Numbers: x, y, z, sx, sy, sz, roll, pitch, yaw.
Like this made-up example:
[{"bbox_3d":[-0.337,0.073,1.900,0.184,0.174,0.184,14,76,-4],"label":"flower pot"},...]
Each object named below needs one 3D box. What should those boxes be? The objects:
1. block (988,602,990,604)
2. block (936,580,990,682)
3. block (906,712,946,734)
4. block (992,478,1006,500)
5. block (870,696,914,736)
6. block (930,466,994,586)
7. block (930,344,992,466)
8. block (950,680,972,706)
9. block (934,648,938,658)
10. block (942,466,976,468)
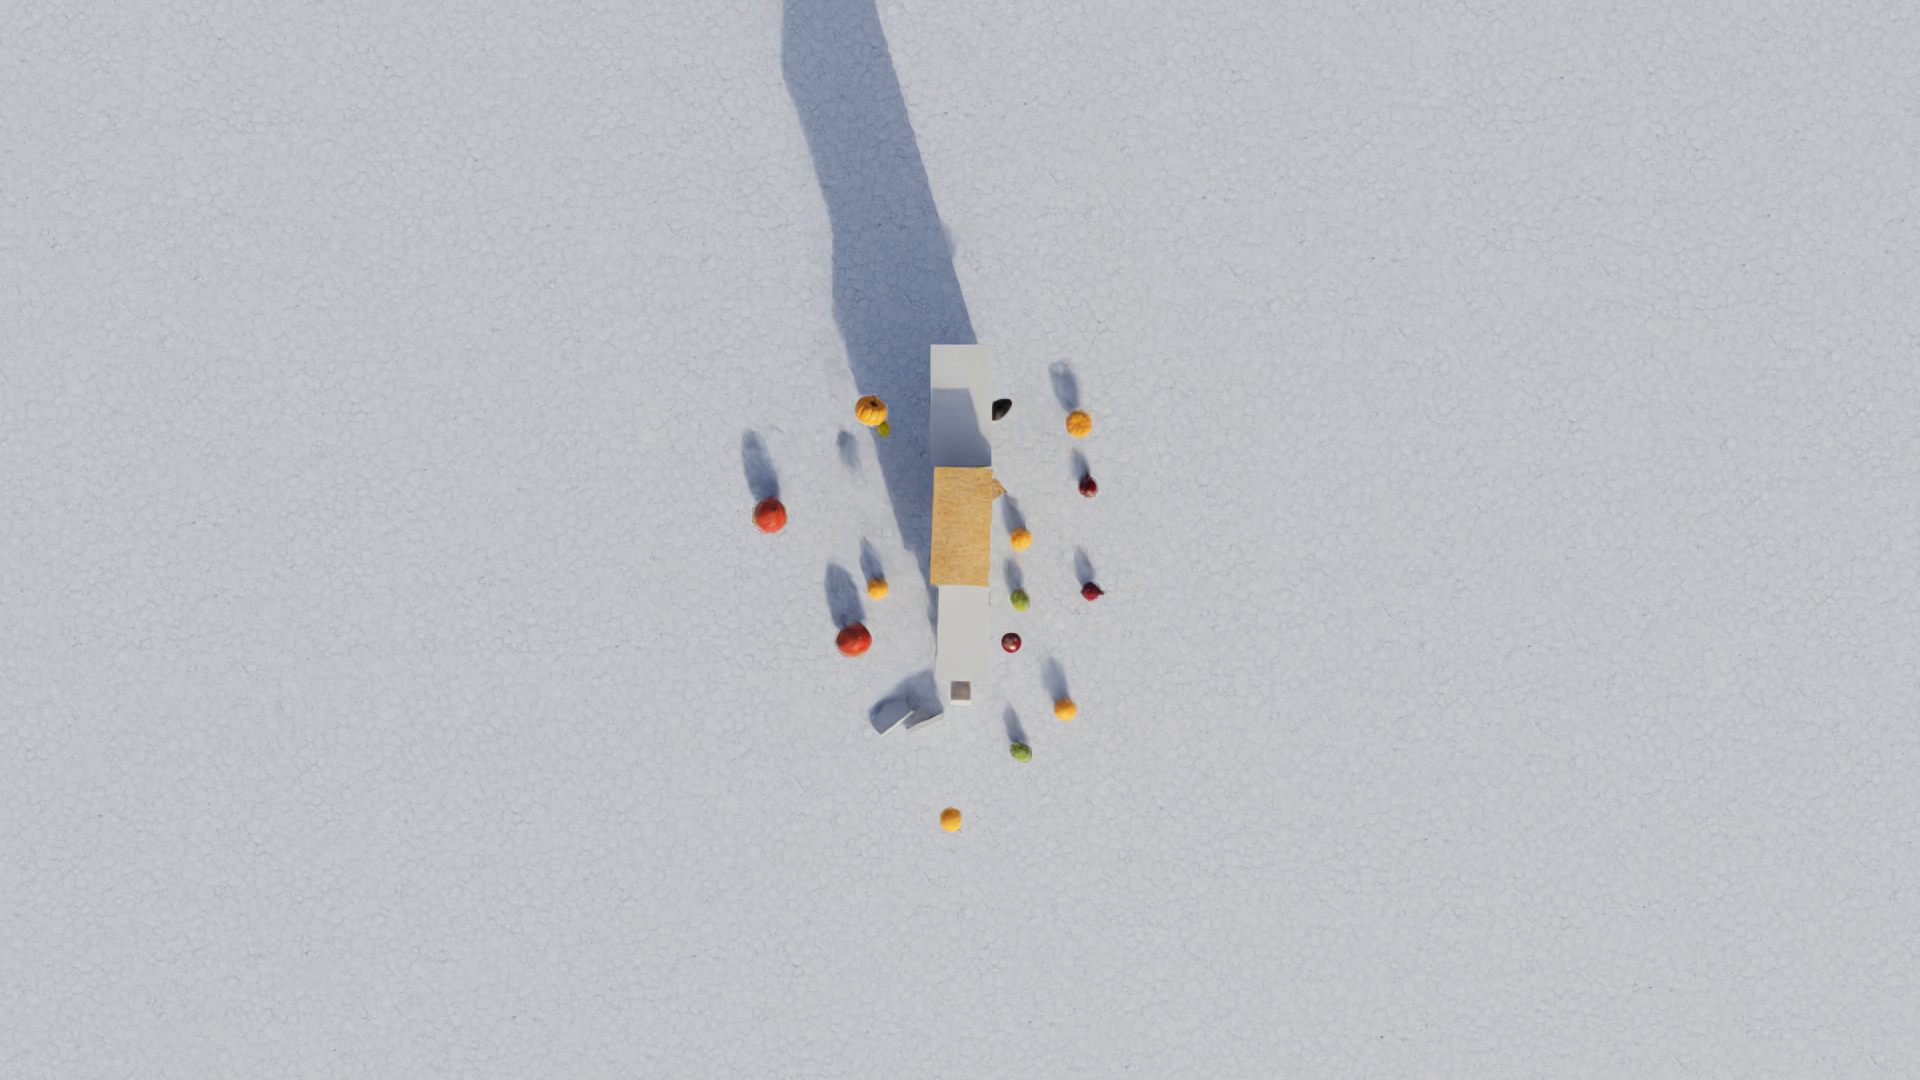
[{"bbox_3d":[0.009,0.175,5.163,0.152,0.304,0.043,-4,92,-1],"label":"block"},{"bbox_3d":[0.008,0.273,4.989,0.152,0.043,0.304,2,90,-1],"label":"block"},{"bbox_3d":[-0.114,0.607,5.466,0.134,0.067,0.019,-24,88,0],"label":"block"},{"bbox_3d":[0.049,-0.114,4.951,0.169,0.337,0.048,-36,91,0],"label":"block"},{"bbox_3d":[-0.226,0.586,5.477,0.134,0.019,0.067,-38,64,0],"label":"block"},{"bbox_3d":[0.004,-0.038,4.758,0.169,0.048,0.338,2,90,0],"label":"block"},{"bbox_3d":[0.003,-0.395,4.868,0.178,0.050,0.356,0,90,0],"label":"block"},{"bbox_3d":[0.002,0.497,5.437,0.067,0.134,0.019,0,120,0],"label":"block"},{"bbox_3d":[0.000,0.363,5.176,0.152,0.329,0.043,-7,90,-1],"label":"block"},{"bbox_3d":[-0.005,-0.324,5.266,0.109,0.031,0.219,0,90,0],"label":"block"}]
